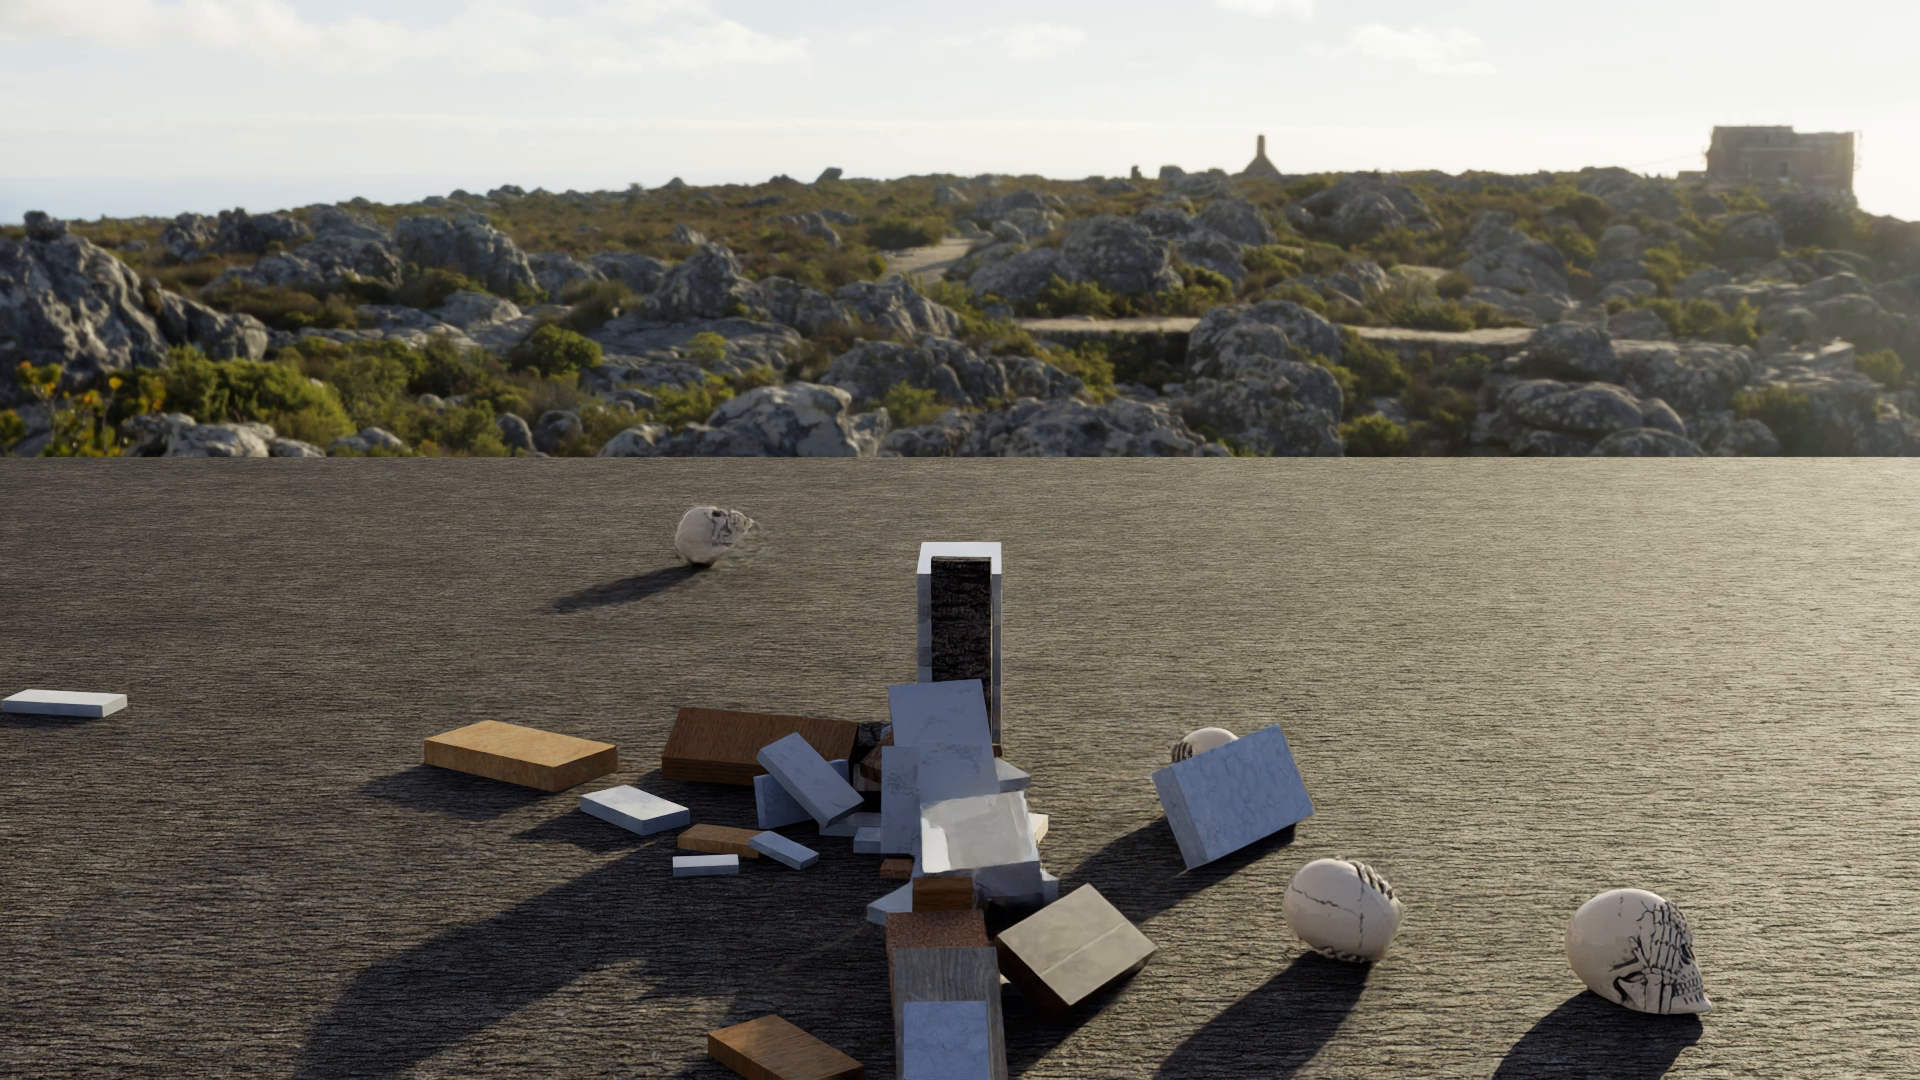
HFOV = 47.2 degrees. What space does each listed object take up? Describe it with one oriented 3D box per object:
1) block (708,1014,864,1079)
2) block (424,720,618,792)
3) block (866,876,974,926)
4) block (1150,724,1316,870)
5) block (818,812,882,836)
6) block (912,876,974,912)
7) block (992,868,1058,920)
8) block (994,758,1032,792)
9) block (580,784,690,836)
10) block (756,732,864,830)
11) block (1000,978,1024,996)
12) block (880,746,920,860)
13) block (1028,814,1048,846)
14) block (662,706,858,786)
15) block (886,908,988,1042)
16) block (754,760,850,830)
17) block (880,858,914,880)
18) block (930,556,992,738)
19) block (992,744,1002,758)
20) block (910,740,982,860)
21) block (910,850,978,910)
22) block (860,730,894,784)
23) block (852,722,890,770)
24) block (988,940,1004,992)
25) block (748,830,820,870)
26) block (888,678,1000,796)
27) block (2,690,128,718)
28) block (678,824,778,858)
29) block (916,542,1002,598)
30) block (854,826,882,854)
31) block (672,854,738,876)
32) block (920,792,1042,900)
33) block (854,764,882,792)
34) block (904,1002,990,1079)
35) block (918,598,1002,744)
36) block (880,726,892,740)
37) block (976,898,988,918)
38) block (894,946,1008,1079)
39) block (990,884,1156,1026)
[{"bbox_3d":[-0.237,0.703,2.975,0.109,0.031,0.219,-8,13,-37],"label":"block"},{"bbox_3d":[-0.879,0.429,4.396,0.356,0.050,0.178,7,13,33],"label":"block"},{"bbox_3d":[-0.057,0.566,3.440,0.087,0.025,0.174,12,19,35],"label":"block"},{"bbox_3d":[0.490,0.452,3.916,0.050,0.177,0.355,-27,-9,39],"label":"block"},{"bbox_3d":[-0.170,0.518,3.998,0.158,0.022,0.079,2,11,10],"label":"block"},{"bbox_3d":[-0.028,0.574,3.299,0.087,0.174,0.025,-1,38,-5],"label":"block"},{"bbox_3d":[0.104,0.566,3.557,0.025,0.087,0.174,-3,11,-27],"label":"block"},{"bbox_3d":[0.064,0.450,4.234,0.081,0.023,0.162,-5,12,-25],"label":"block"},{"bbox_3d":[-0.603,0.500,4.075,0.103,0.029,0.206,-9,14,-41],"label":"block"},{"bbox_3d":[-0.273,0.437,4.009,0.190,0.027,0.095,42,40,22],"label":"block"},{"bbox_3d":[0.111,0.654,3.272,0.138,0.020,0.069,-1,11,-5],"label":"block"},{"bbox_3d":[-0.087,0.463,3.877,0.103,0.206,0.029,0,-32,-2],"label":"block"},{"bbox_3d":[0.084,0.530,3.914,0.103,0.029,0.206,3,11,15],"label":"block"},{"bbox_3d":[-0.387,0.410,4.297,0.356,0.050,0.178,5,28,4],"label":"block"},{"bbox_3d":[-0.027,0.629,3.140,0.145,0.041,0.290,-2,24,-4],"label":"block"},{"bbox_3d":[-0.288,0.468,4.057,0.190,0.095,0.027,-8,3,-37],"label":"block"},{"bbox_3d":[-0.078,0.564,3.765,0.112,0.016,0.056,1,11,7],"label":"block"},{"bbox_3d":[0.004,0.240,4.395,0.118,0.422,0.034,1,16,5],"label":"block"},{"bbox_3d":[0.018,0.415,4.331,0.081,0.023,0.162,-5,0,-18],"label":"block"},{"bbox_3d":[-0.024,0.460,3.846,0.110,0.220,0.031,5,-32,1],"label":"block"},{"bbox_3d":[-0.026,0.565,3.548,0.110,0.031,0.220,1,18,5],"label":"block"},{"bbox_3d":[-0.074,0.382,4.135,0.118,0.034,0.237,19,40,25],"label":"block"},{"bbox_3d":[-0.309,0.420,4.446,0.423,0.050,0.178,-1,11,-7],"label":"block"},{"bbox_3d":[0.031,0.638,3.239,0.069,0.020,0.138,-2,26,12],"label":"block"},{"bbox_3d":[-0.307,0.540,3.829,0.112,0.016,0.056,20,19,27],"label":"block"},{"bbox_3d":[-0.031,0.393,4.047,0.177,0.050,0.355,-4,36,-4],"label":"block"},{"bbox_3d":[-1.970,0.359,4.839,0.242,0.027,0.095,2,11,11],"label":"block"},{"bbox_3d":[-0.413,0.534,3.908,0.157,0.022,0.079,4,11,20],"label":"block"},{"bbox_3d":[0.001,0.059,4.543,0.169,0.048,0.337,0,11,1],"label":"block"},{"bbox_3d":[-0.106,0.534,3.908,0.158,0.022,0.079,1,11,5],"label":"block"},{"bbox_3d":[-0.438,0.560,3.787,0.112,0.016,0.056,-1,11,-8],"label":"block"},{"bbox_3d":[0.029,0.493,3.554,0.177,0.050,0.448,-7,7,-1],"label":"block"},{"bbox_3d":[-0.149,0.453,4.209,0.110,0.031,0.221,-1,0,-3],"label":"block"},{"bbox_3d":[-0.018,0.685,2.839,0.109,0.031,0.219,0,33,-1],"label":"block"},{"bbox_3d":[0.000,0.270,4.464,0.169,0.338,0.048,1,10,3],"label":"block"},{"bbox_3d":[-0.062,0.377,4.293,0.118,0.034,0.237,11,8,15],"label":"block"},{"bbox_3d":[-0.005,0.565,3.664,0.110,0.031,0.220,1,16,3],"label":"block"},{"bbox_3d":[-0.016,0.657,2.979,0.145,0.041,0.290,-1,26,-2],"label":"block"},{"bbox_3d":[0.166,0.606,3.240,0.145,0.041,0.290,42,25,19],"label":"block"}]
